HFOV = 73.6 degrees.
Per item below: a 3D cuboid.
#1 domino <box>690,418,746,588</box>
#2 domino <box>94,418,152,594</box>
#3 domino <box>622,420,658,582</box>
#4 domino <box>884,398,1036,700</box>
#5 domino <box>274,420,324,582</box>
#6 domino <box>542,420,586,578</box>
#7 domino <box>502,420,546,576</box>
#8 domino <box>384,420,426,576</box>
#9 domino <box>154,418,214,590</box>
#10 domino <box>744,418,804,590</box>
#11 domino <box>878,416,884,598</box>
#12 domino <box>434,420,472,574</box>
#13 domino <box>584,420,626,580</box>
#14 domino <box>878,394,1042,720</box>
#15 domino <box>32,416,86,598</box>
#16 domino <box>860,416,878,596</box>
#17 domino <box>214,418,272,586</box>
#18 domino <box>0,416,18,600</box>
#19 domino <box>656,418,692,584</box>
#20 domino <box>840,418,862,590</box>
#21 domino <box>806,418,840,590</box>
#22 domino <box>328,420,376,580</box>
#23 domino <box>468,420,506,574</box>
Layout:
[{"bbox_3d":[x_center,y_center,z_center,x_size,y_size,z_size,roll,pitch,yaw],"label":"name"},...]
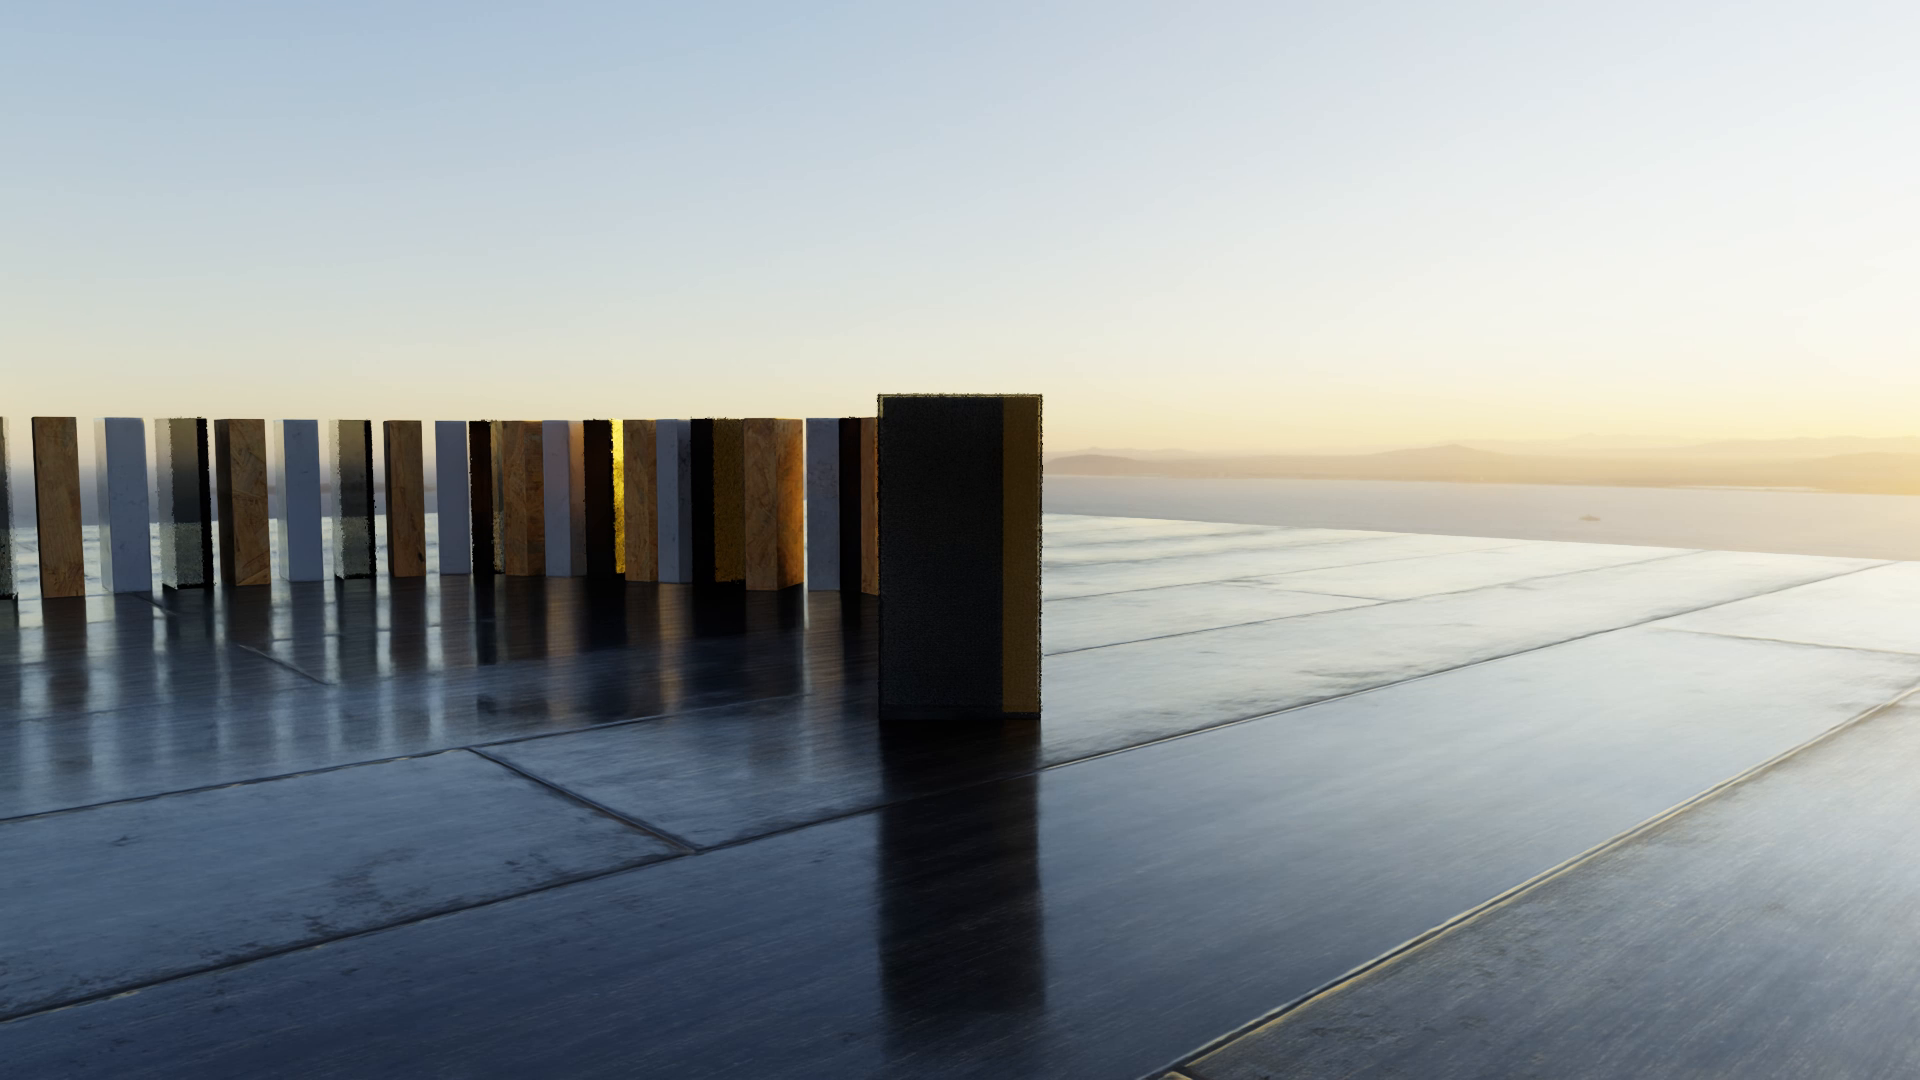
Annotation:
[{"bbox_3d":[-0.069,-0.012,0.391,0.009,0.050,0.025,3,5,35],"label":"domino"},{"bbox_3d":[-0.245,-0.011,0.376,0.009,0.050,0.025,-4,6,-40],"label":"domino"},{"bbox_3d":[-0.095,-0.013,0.408,0.010,0.050,0.025,2,5,25],"label":"domino"},{"bbox_3d":[0.000,0.001,0.216,0.025,0.050,0.009,0,4,1],"label":"domino"},{"bbox_3d":[-0.209,-0.013,0.405,0.009,0.050,0.025,-3,5,-34],"label":"domino"},{"bbox_3d":[-0.124,-0.014,0.419,0.009,0.050,0.025,1,5,19],"label":"domino"},{"bbox_3d":[-0.138,-0.014,0.425,0.009,0.050,0.025,2,5,25],"label":"domino"},{"bbox_3d":[-0.183,-0.014,0.422,0.009,0.050,0.025,-2,5,-28],"label":"domino"},{"bbox_3d":[-0.233,-0.011,0.386,0.009,0.050,0.025,-4,6,-41],"label":"domino"},{"bbox_3d":[-0.055,-0.011,0.384,0.009,0.050,0.025,1,4,11],"label":"domino"},{"bbox_3d":[-0.009,-0.009,0.355,0.025,0.050,0.010,-1,5,-18],"label":"domino"},{"bbox_3d":[-0.168,-0.015,0.428,0.009,0.050,0.025,-1,5,-18],"label":"domino"},{"bbox_3d":[-0.109,-0.014,0.414,0.009,0.050,0.025,2,5,20],"label":"domino"},{"bbox_3d":[0.000,0.002,0.201,0.025,0.050,0.009,0,4,0],"label":"domino"},{"bbox_3d":[-0.257,-0.010,0.366,0.010,0.050,0.025,-3,5,-37],"label":"domino"},{"bbox_3d":[-0.015,-0.010,0.370,0.025,0.050,0.010,-2,5,-28],"label":"domino"},{"bbox_3d":[-0.221,-0.012,0.396,0.010,0.050,0.025,-3,6,-39],"label":"domino"},{"bbox_3d":[-0.270,-0.009,0.357,0.009,0.050,0.025,-3,5,-34],"label":"domino"},{"bbox_3d":[-0.082,-0.012,0.400,0.009,0.050,0.025,3,5,36],"label":"domino"},{"bbox_3d":[-0.024,-0.011,0.382,0.010,0.050,0.025,3,5,31],"label":"domino"},{"bbox_3d":[-0.040,-0.011,0.384,0.009,0.050,0.025,0,4,-2],"label":"domino"},{"bbox_3d":[-0.196,-0.013,0.414,0.009,0.050,0.025,-3,5,-32],"label":"domino"},{"bbox_3d":[-0.153,-0.015,0.430,0.010,0.050,0.025,1,4,7],"label":"domino"}]
